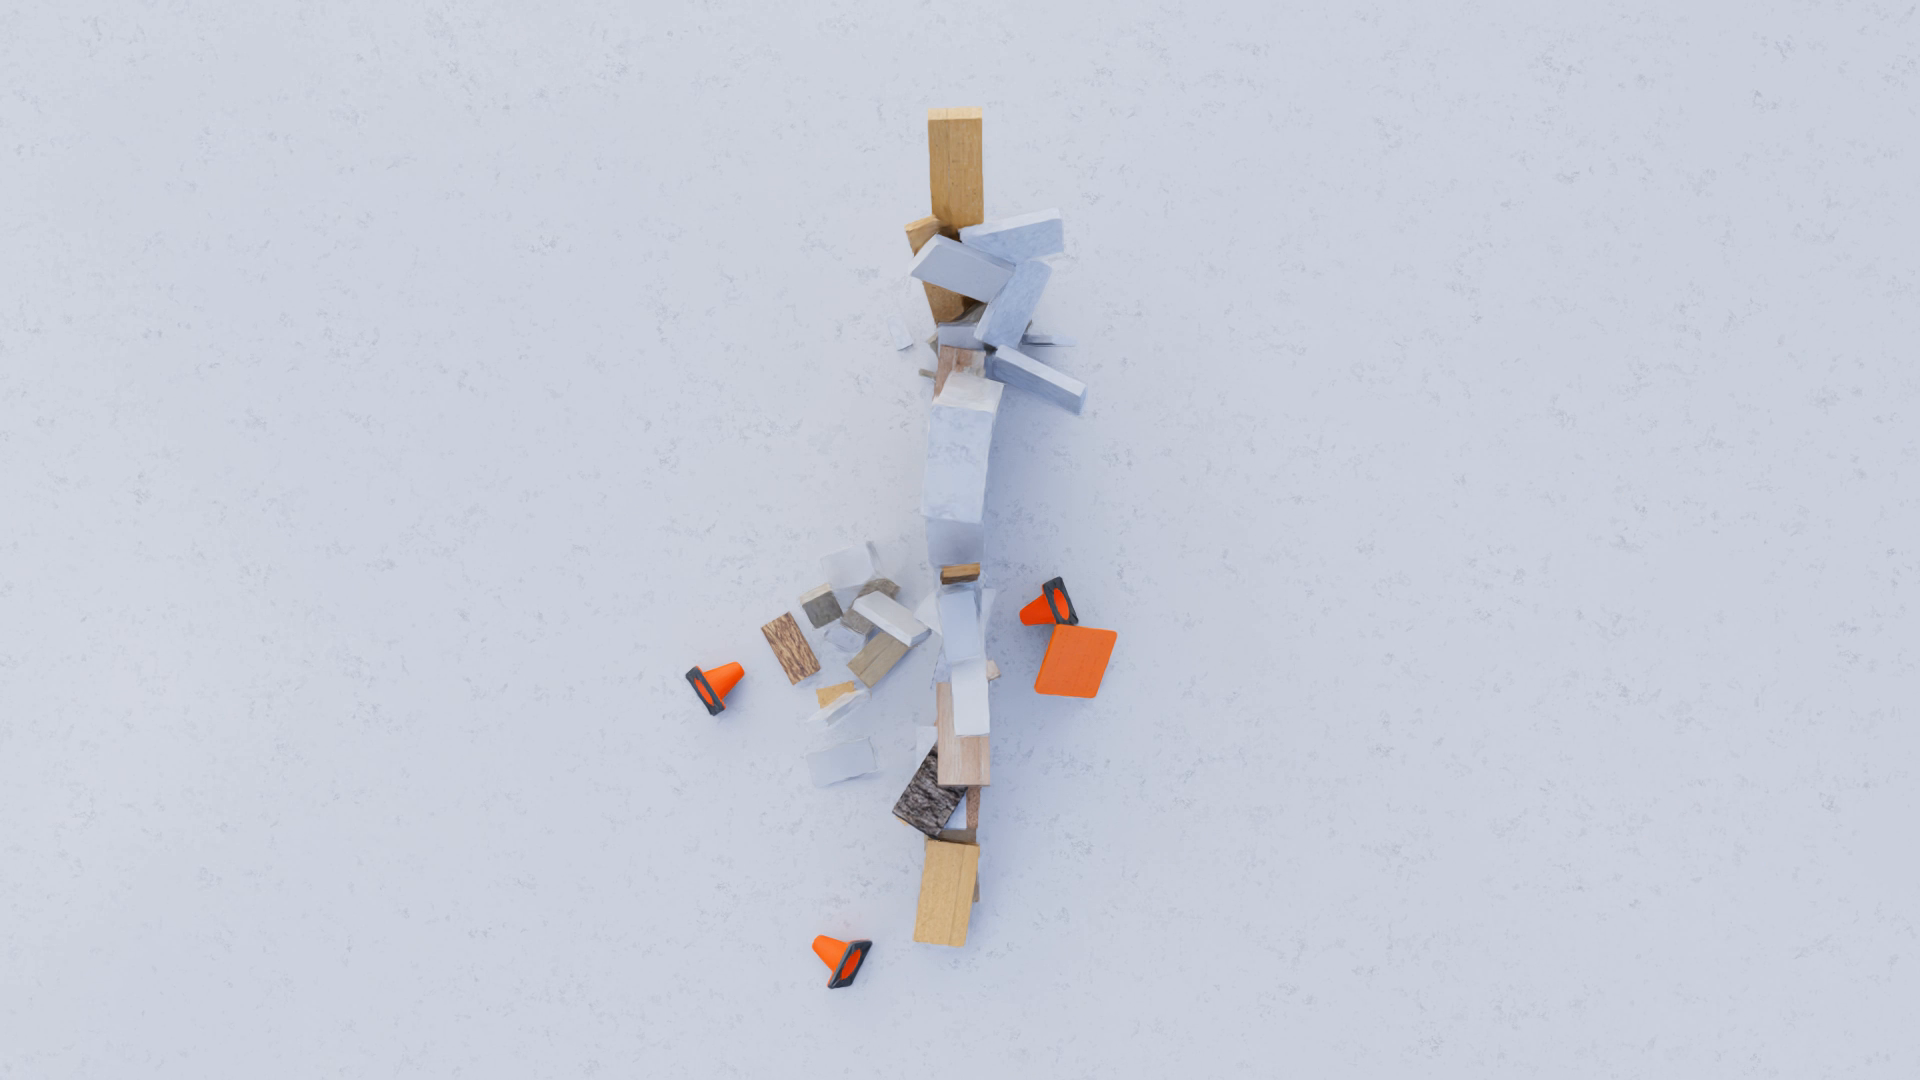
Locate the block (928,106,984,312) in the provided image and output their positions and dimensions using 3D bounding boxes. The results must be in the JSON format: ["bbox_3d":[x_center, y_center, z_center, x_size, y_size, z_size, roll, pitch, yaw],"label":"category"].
[{"bbox_3d":[-0.008,-0.992,5.119,0.158,0.878,0.045,-2,57,0],"label":"block"}]

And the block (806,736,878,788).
[{"bbox_3d":[-0.394,0.738,5.484,0.220,0.031,0.110,-16,90,0],"label":"block"}]

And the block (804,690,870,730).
[{"bbox_3d":[-0.398,0.550,5.343,0.107,0.214,0.030,-15,102,42],"label":"block"}]

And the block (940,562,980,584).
[{"bbox_3d":[0.000,0.101,4.891,0.108,0.217,0.031,-7,83,-3],"label":"block"}]

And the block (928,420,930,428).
[{"bbox_3d":[-0.028,-0.237,5.123,0.143,0.041,0.286,-1,67,2],"label":"block"}]

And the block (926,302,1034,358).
[{"bbox_3d":[0.065,-0.684,5.417,0.317,0.045,0.158,-36,118,6],"label":"block"}]

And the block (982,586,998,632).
[{"bbox_3d":[0.038,0.245,5.261,0.108,0.031,0.216,17,80,3],"label":"block"}]

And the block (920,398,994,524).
[{"bbox_3d":[-0.008,-0.222,4.632,0.172,0.049,0.344,8,118,3],"label":"block"}]

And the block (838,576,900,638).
[{"bbox_3d":[-0.300,0.218,5.485,0.107,0.030,0.214,35,90,0],"label":"block"}]

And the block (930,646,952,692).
[{"bbox_3d":[-0.007,0.387,5.389,0.125,0.035,0.249,14,105,-3],"label":"block"}]

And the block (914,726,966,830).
[{"bbox_3d":[-0.061,0.773,5.370,0.166,0.047,0.331,1,72,-1],"label":"block"}]

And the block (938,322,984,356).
[{"bbox_3d":[0.002,-0.566,5.397,0.145,0.041,0.291,0,116,-1],"label":"block"}]

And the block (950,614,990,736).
[{"bbox_3d":[0.021,0.302,5.179,0.108,0.031,0.619,-4,78,1],"label":"block"}]

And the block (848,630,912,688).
[{"bbox_3d":[-0.261,0.377,5.484,0.110,0.031,0.220,44,90,0],"label":"block"}]

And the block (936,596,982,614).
[{"bbox_3d":[-0.008,0.090,5.115,0.143,0.041,0.286,-2,109,1],"label":"block"}]

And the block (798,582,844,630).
[{"bbox_3d":[-0.452,0.216,5.373,0.107,0.214,0.030,-27,64,-4],"label":"block"}]

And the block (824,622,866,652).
[{"bbox_3d":[-0.380,0.322,5.436,0.126,0.018,0.063,26,111,-25],"label":"block"}]

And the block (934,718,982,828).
[{"bbox_3d":[-0.013,0.766,5.423,0.171,0.048,0.342,5,72,0],"label":"block"}]

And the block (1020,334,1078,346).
[{"bbox_3d":[0.282,-0.654,5.388,0.100,0.201,0.028,1,96,-33],"label":"block"}]

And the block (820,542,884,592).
[{"bbox_3d":[-0.355,0.088,5.400,0.034,0.243,0.122,-16,90,-43],"label":"block"}]

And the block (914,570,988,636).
[{"bbox_3d":[-0.029,0.179,5.241,0.122,0.034,0.243,34,82,8],"label":"block"}]

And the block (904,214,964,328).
[{"bbox_3d":[-0.070,-0.831,5.271,0.100,0.533,0.028,-20,56,0],"label":"block"}]

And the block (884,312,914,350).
[{"bbox_3d":[-0.202,-0.695,5.492,0.057,0.016,0.114,-24,90,0],"label":"block"}]

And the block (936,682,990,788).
[{"bbox_3d":[0.010,0.628,5.320,0.166,0.047,0.331,0,72,-2],"label":"block"}]

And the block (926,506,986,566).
[{"bbox_3d":[-0.014,-0.046,4.875,0.172,0.344,0.049,-2,53,1],"label":"block"}]

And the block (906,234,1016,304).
[{"bbox_3d":[0.006,-0.847,5.156,0.309,0.154,0.044,14,49,-36],"label":"block"}]

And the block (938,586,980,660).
[{"bbox_3d":[-0.005,0.258,5.070,0.108,0.031,0.217,-9,110,-11],"label":"block"}]

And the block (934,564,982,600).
[{"bbox_3d":[-0.013,0.038,5.051,0.143,0.041,0.286,-3,110,2],"label":"block"}]

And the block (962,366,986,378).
[{"bbox_3d":[0.037,-0.478,5.245,0.071,0.020,0.141,8,80,-1],"label":"block"}]

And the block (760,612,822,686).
[{"bbox_3d":[-0.561,0.360,5.484,0.110,0.031,0.220,-29,90,0],"label":"block"}]

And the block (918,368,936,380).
[{"bbox_3d":[-0.081,-0.543,5.470,0.114,0.057,0.016,16,88,-1],"label":"block"}]

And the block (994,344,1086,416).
[{"bbox_3d":[0.258,-0.517,5.331,0.309,0.154,0.044,27,74,11],"label":"block"}]

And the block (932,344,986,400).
[{"bbox_3d":[-0.012,-0.476,5.335,0.145,0.041,0.291,9,104,-2],"label":"block"}]

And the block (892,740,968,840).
[{"bbox_3d":[-0.061,0.781,5.317,0.166,0.047,0.331,31,73,8],"label":"block"}]

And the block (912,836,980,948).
[{"bbox_3d":[-0.045,1.154,5.411,0.171,0.048,0.342,8,95,-5],"label":"block"}]

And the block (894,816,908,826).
[{"bbox_3d":[-0.166,0.891,5.479,0.054,0.015,0.109,40,91,7],"label":"block"}]

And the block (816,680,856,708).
[{"bbox_3d":[-0.411,0.514,5.491,0.126,0.018,0.063,-14,90,0],"label":"block"}]

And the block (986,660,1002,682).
[{"bbox_3d":[0.064,0.438,5.355,0.126,0.018,0.063,-21,59,-17],"label":"block"}]

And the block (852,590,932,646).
[{"bbox_3d":[-0.217,0.253,5.364,0.243,0.122,0.034,32,121,24],"label":"block"}]

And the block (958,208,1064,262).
[{"bbox_3d":[0.160,-0.936,5.157,0.317,0.158,0.045,-13,58,-1],"label":"block"}]

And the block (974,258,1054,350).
[{"bbox_3d":[0.172,-0.767,5.322,0.154,0.044,0.309,19,100,-43],"label":"block"}]

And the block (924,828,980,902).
[{"bbox_3d":[-0.030,1.027,5.455,0.171,0.048,0.342,-3,94,-3],"label":"block"}]

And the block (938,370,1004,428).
[{"bbox_3d":[0.030,-0.416,4.916,0.172,0.644,0.049,13,104,0],"label":"block"}]
